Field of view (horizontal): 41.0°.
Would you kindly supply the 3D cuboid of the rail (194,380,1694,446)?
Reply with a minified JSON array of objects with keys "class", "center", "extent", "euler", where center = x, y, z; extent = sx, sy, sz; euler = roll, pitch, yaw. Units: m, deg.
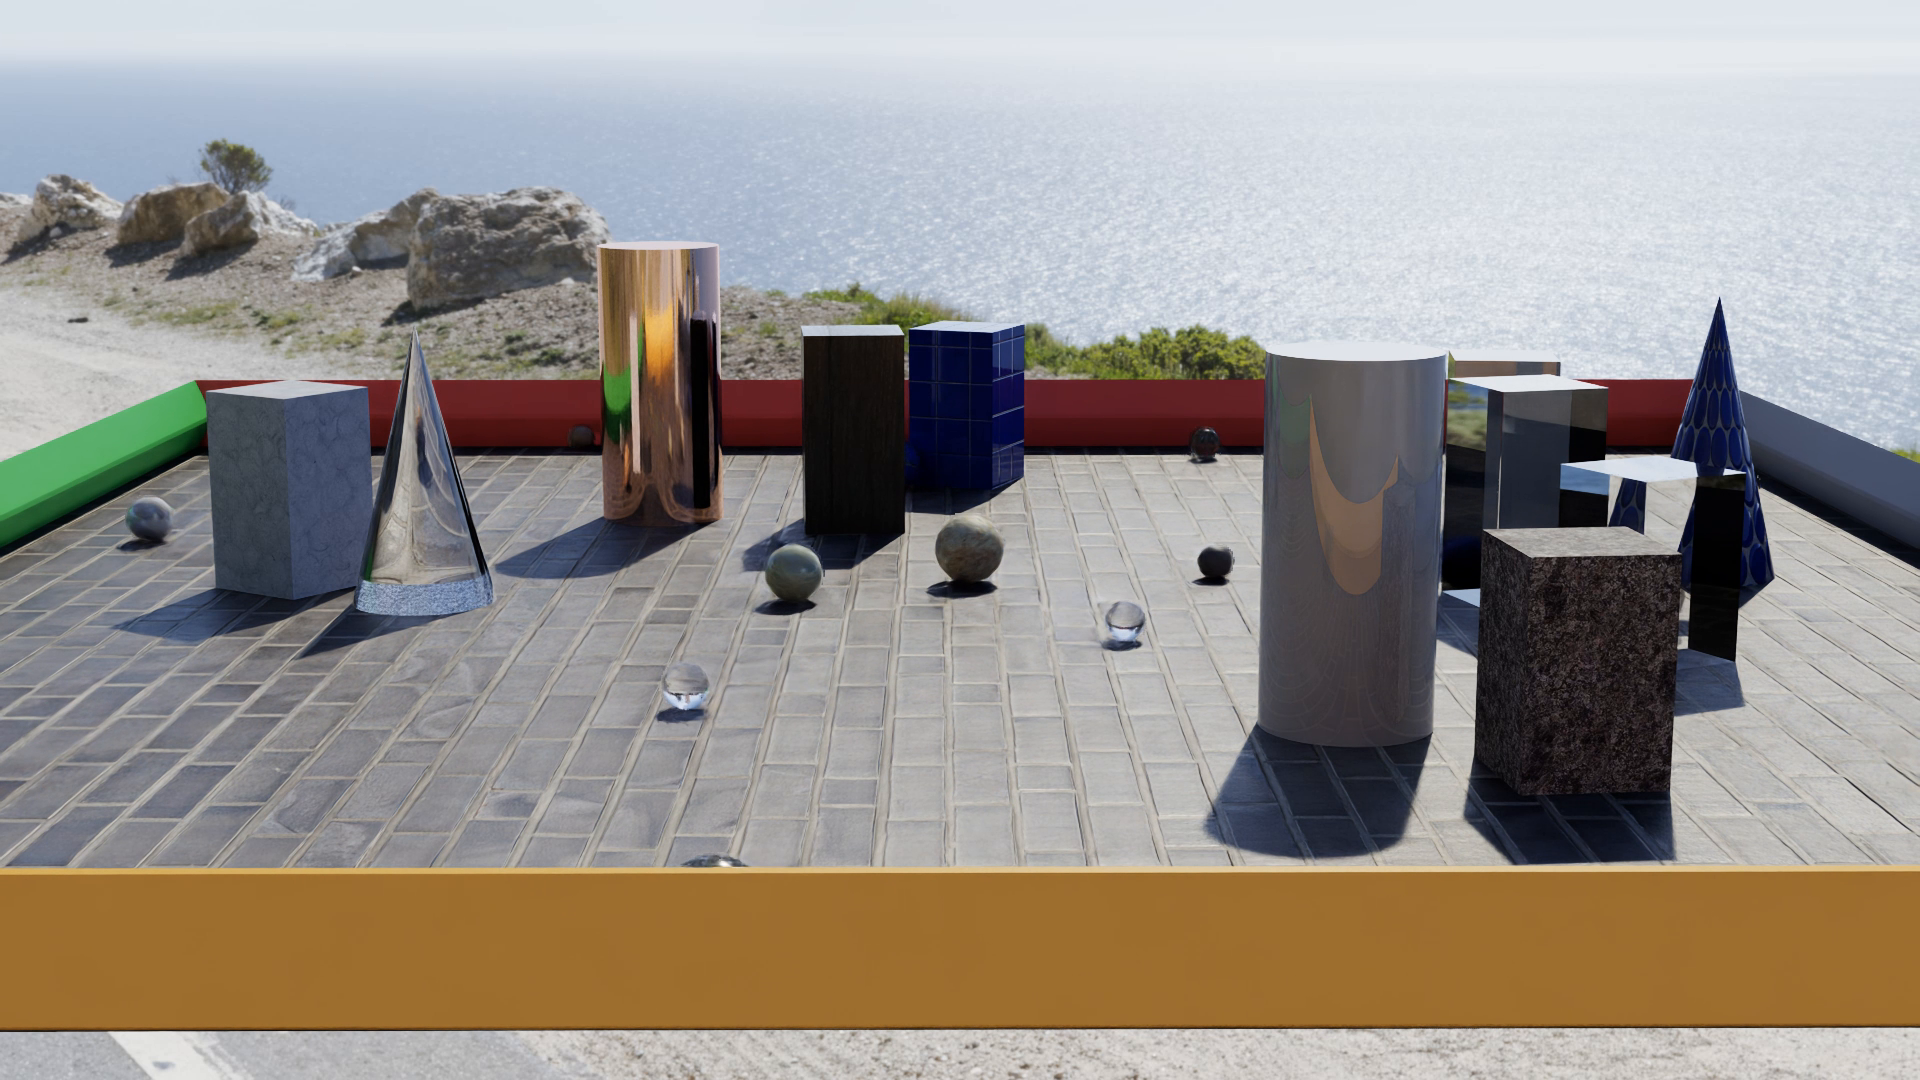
[{"class":"rail","center":[-0.009,-0.241,4.926],"extent":[2.927,0.127,0.045],"euler":[0,11,0]}]

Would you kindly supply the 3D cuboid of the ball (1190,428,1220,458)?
[{"class":"ball","center":[0.459,-0.181,4.801],"extent":[0.056,0.056,0.056],"euler":[0,11,0]}]

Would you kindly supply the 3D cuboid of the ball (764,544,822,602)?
[{"class":"ball","center":[-0.228,0.045,3.517],"extent":[0.079,0.079,0.079],"euler":[0,11,0]}]

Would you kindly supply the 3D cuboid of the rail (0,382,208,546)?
[{"class":"rail","center":[-1.440,0.034,3.441],"extent":[0.045,0.127,3.052],"euler":[0,11,0]}]

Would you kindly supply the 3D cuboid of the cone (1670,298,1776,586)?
[{"class":"cone","center":[1.080,-0.150,3.682],"extent":[0.195,0.404,0.195],"euler":[0,11,0]}]

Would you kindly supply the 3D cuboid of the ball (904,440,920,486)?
[{"class":"ball","center":[-0.114,-0.133,4.454],"extent":[0.088,0.088,0.088],"euler":[0,11,0]}]

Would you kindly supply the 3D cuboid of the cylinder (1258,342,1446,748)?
[{"class":"cylinder","center":[0.430,0.000,2.829],"extent":[0.195,0.419,0.195],"euler":[0,11,0]}]

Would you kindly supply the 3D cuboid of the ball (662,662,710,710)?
[{"class":"ball","center":[-0.313,0.167,2.930],"extent":[0.054,0.054,0.054],"euler":[0,11,0]}]

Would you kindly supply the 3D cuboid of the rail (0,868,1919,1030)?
[{"class":"rail","center":[0.009,0.307,1.972],"extent":[2.927,0.127,0.045],"euler":[0,11,0]}]

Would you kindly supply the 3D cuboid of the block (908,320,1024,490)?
[{"class":"block","center":[0.013,-0.240,4.522],"extent":[0.156,0.273,0.156],"euler":[4,11,21]}]

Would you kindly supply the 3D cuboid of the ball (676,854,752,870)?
[{"class":"ball","center":[-0.202,0.303,2.102],"extent":[0.090,0.090,0.090],"euler":[0,11,0]}]

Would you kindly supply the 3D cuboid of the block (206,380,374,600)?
[{"class":"block","center":[-0.941,-0.074,3.614],"extent":[0.156,0.278,0.156],"euler":[7,12,32]}]

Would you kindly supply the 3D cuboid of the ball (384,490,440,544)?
[{"class":"ball","center":[-0.841,-0.034,3.937],"extent":[0.082,0.082,0.082],"euler":[0,11,0]}]

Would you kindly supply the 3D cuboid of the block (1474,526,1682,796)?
[{"class":"block","center":[0.635,0.122,2.651],"extent":[0.156,0.245,0.156],"euler":[-1,11,-6]}]

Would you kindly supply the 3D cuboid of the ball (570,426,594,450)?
[{"class":"ball","center":[-0.722,-0.195,4.902],"extent":[0.047,0.047,0.047],"euler":[0,11,0]}]

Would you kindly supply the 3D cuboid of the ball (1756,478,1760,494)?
[{"class":"ball","center":[1.313,-0.089,4.304],"extent":[0.055,0.055,0.055],"euler":[0,11,0]}]

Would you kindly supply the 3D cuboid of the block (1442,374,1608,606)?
[{"class":"block","center":[0.771,-0.066,3.513],"extent":[0.156,0.299,0.156],"euler":[-3,11,-16]}]

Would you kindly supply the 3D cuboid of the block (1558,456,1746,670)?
[{"class":"block","center":[0.852,0.028,3.179],"extent":[0.156,0.236,0.156],"euler":[-5,12,-26]}]

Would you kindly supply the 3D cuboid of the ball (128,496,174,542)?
[{"class":"ball","center":[-1.250,-0.032,3.962],"extent":[0.069,0.069,0.069],"euler":[0,11,0]}]

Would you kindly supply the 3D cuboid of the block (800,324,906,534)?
[{"class":"block","center":[-0.171,-0.178,4.079],"extent":[0.156,0.312,0.156],"euler":[-1,11,-5]}]

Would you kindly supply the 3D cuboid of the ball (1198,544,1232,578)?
[{"class":"ball","center":[0.366,0.031,3.675],"extent":[0.049,0.049,0.049],"euler":[0,11,0]}]

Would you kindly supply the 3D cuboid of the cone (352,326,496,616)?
[{"class":"cone","center":[-0.736,-0.104,3.493],"extent":[0.195,0.382,0.195],"euler":[0,11,0]}]

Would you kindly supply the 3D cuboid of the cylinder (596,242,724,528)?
[{"class":"cylinder","center":[-0.483,-0.255,4.143],"extent":[0.195,0.441,0.195],"euler":[0,11,0]}]

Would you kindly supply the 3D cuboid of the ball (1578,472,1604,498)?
[{"class":"ball","center":[1.073,-0.094,4.363],"extent":[0.044,0.044,0.044],"euler":[0,11,0]}]

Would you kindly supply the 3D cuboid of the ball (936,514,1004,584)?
[{"class":"ball","center":[0.013,0.012,3.644],"extent":[0.098,0.098,0.098],"euler":[0,11,0]}]

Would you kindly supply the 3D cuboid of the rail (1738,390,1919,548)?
[{"class":"rail","center":[1.440,0.031,3.457],"extent":[0.045,0.127,3.052],"euler":[0,11,0]}]

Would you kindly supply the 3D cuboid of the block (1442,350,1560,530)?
[{"class":"block","center":[0.834,-0.143,3.961],"extent":[0.156,0.286,0.156],"euler":[1,11,7]}]

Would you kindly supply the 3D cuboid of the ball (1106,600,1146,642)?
[{"class":"ball","center":[0.212,0.103,3.279],"extent":[0.052,0.052,0.052],"euler":[0,11,0]}]
